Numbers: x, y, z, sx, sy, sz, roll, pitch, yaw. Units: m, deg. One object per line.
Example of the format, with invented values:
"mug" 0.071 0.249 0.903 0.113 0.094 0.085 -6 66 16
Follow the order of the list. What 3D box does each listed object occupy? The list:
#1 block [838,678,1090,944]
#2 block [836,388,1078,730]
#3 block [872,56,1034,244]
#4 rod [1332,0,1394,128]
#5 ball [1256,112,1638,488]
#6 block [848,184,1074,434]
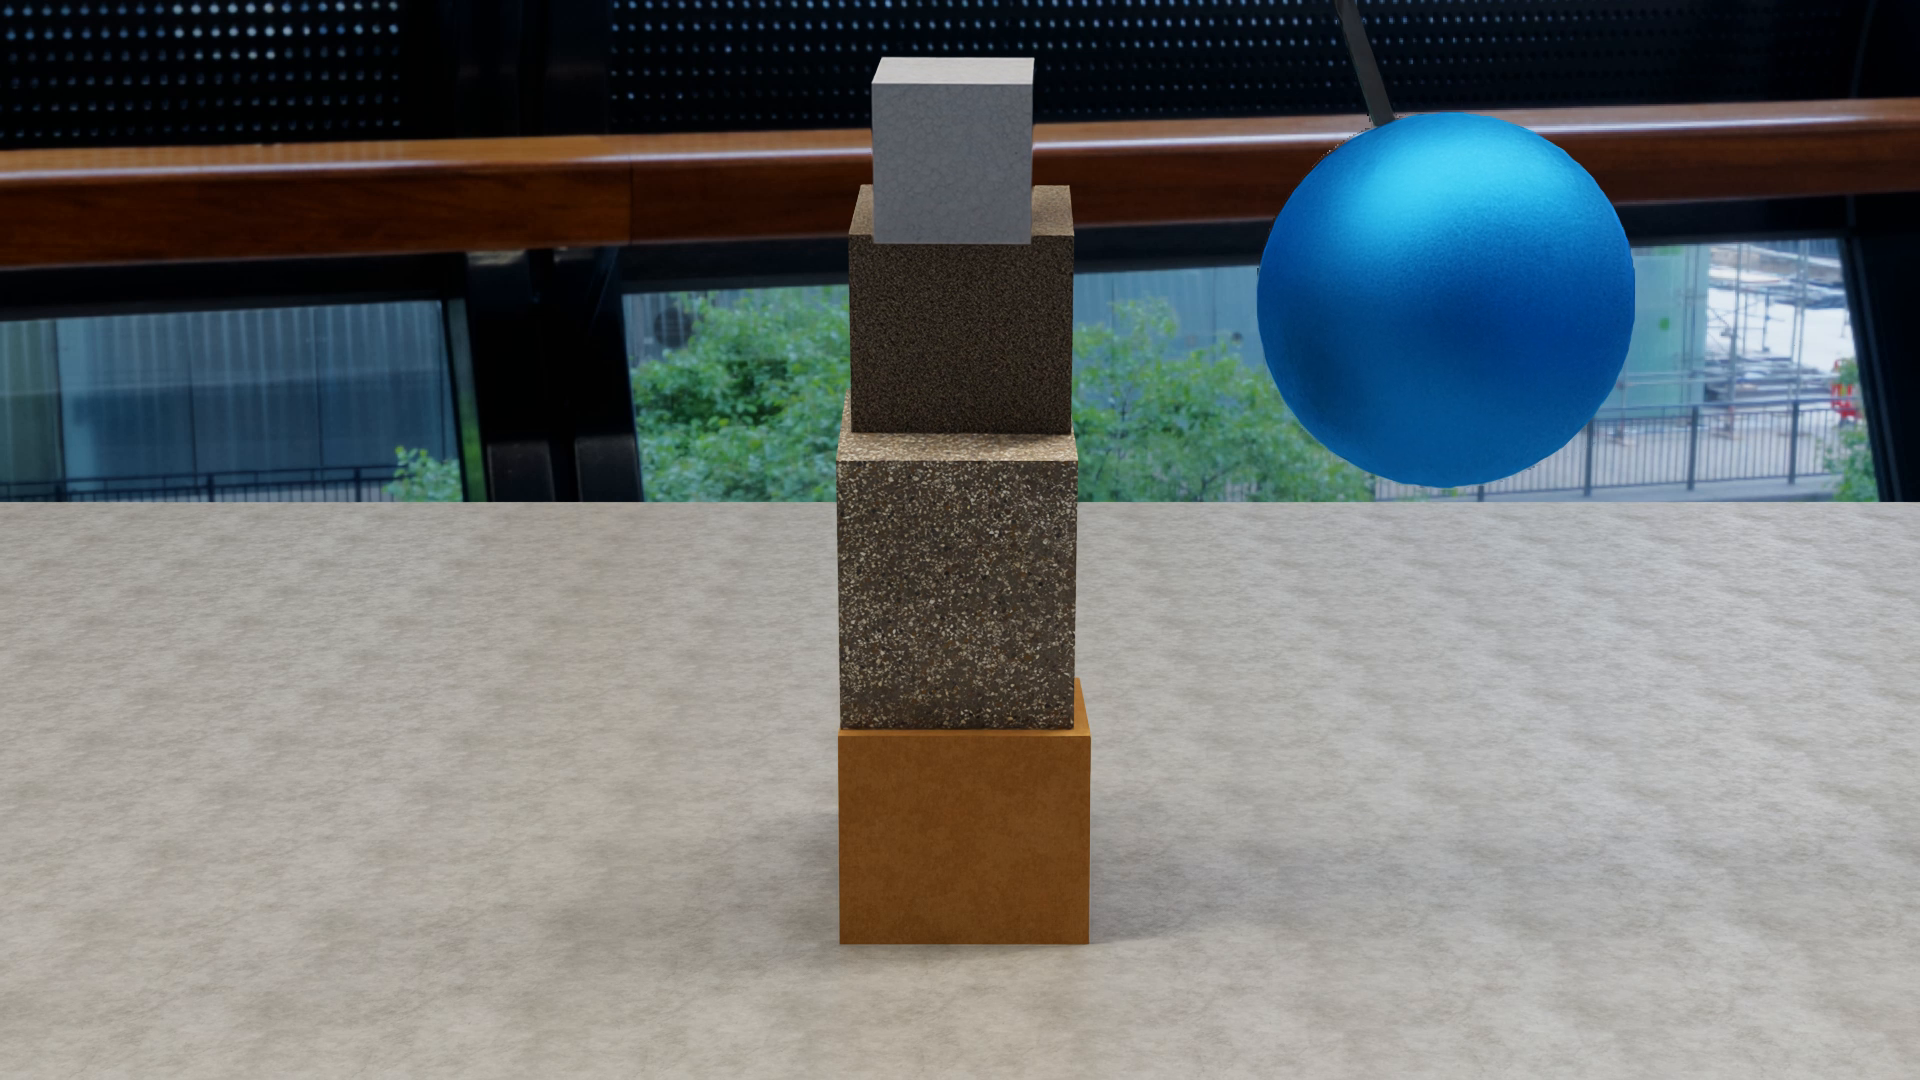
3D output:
"block" 0.018 1.129 10.903 1.019 0.877 1.017 0 10 0
"block" -0.012 0.062 10.700 0.948 1.148 1.001 0 20 0
"block" -0.019 -1.540 10.108 0.610 0.623 0.577 1 20 2
"rod" 0.899 -4.162 10.424 0.080 5.200 0.080 -20 10 4
"ball" 2.074 -1.023 10.994 1.600 1.600 1.600 0 10 0
"block" 0.013 -0.971 10.654 0.888 0.820 0.906 0 20 1
